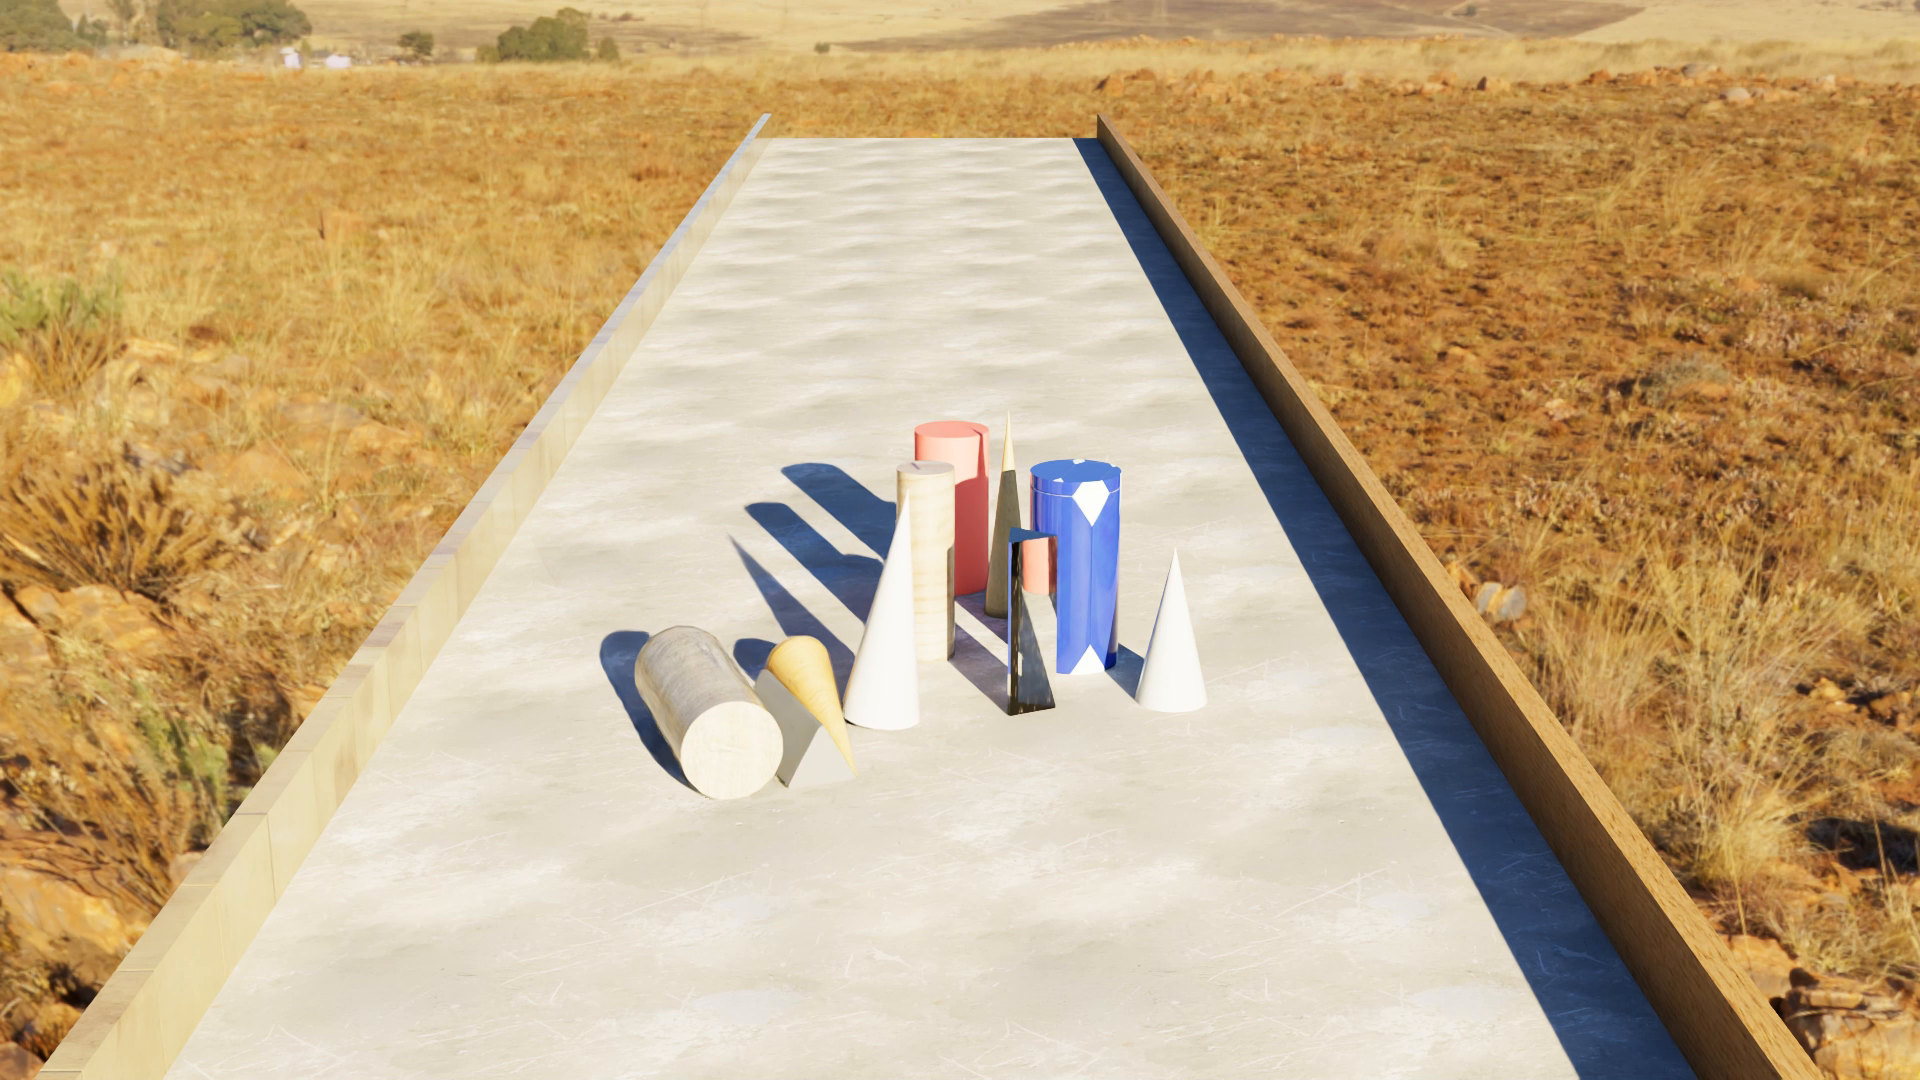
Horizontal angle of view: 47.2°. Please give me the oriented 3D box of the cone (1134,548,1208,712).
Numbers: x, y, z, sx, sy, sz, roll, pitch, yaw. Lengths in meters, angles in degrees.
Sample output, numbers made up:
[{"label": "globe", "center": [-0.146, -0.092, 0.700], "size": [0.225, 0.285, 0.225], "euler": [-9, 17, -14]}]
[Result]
[{"label": "cone", "center": [0.403, 0.158, 4.161], "size": [0.140, 0.304, 0.140], "euler": [0, 17, 0]}]

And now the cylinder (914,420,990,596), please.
[{"label": "cylinder", "center": [-0.018, -0.071, 4.844], "size": [0.164, 0.355, 0.164], "euler": [0, 17, 0]}]

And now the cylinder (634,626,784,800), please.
[{"label": "cylinder", "center": [-0.452, 0.300, 3.910], "size": [0.177, 0.177, 0.420], "euler": [-6, 17, -18]}]

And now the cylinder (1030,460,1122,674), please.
[{"label": "cylinder", "center": [0.227, 0.052, 4.364], "size": [0.179, 0.392, 0.179], "euler": [0, 17, 0]}]

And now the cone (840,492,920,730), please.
[{"label": "cone", "center": [-0.122, 0.116, 4.037], "size": [0.152, 0.440, 0.152], "euler": [7, 17, -2]}]

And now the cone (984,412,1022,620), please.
[{"label": "cone", "center": [0.101, -0.060, 4.647], "size": [0.101, 0.447, 0.101], "euler": [0, 17, 0]}]

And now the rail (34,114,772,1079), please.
[{"label": "rail", "center": [-1.118, -0.838, 7.780], "size": [0.050, 0.150, 12.000], "euler": [0, 17, -1]}]

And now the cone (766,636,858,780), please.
[{"label": "cone", "center": [-0.243, 0.329, 4.014], "size": [0.125, 0.125, 0.448], "euler": [-5, 25, -17]}]

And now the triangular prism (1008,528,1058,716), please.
[{"label": "triangular prism", "center": [0.117, 0.150, 4.129], "size": [0.101, 0.339, 0.088], "euler": [-8, 18, -25]}]

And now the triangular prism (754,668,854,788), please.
[{"label": "triangular prism", "center": [-0.299, 0.328, 3.925], "size": [0.122, 0.105, 0.314], "euler": [-6, 18, -22]}]

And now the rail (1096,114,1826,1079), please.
[{"label": "rail", "center": [0.932, -0.844, 7.801], "size": [0.050, 0.150, 12.000], "euler": [0, 17, -1]}]

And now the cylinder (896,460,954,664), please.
[{"label": "cylinder", "center": [-0.068, 0.044, 4.392], "size": [0.116, 0.391, 0.116], "euler": [0, 17, 0]}]
